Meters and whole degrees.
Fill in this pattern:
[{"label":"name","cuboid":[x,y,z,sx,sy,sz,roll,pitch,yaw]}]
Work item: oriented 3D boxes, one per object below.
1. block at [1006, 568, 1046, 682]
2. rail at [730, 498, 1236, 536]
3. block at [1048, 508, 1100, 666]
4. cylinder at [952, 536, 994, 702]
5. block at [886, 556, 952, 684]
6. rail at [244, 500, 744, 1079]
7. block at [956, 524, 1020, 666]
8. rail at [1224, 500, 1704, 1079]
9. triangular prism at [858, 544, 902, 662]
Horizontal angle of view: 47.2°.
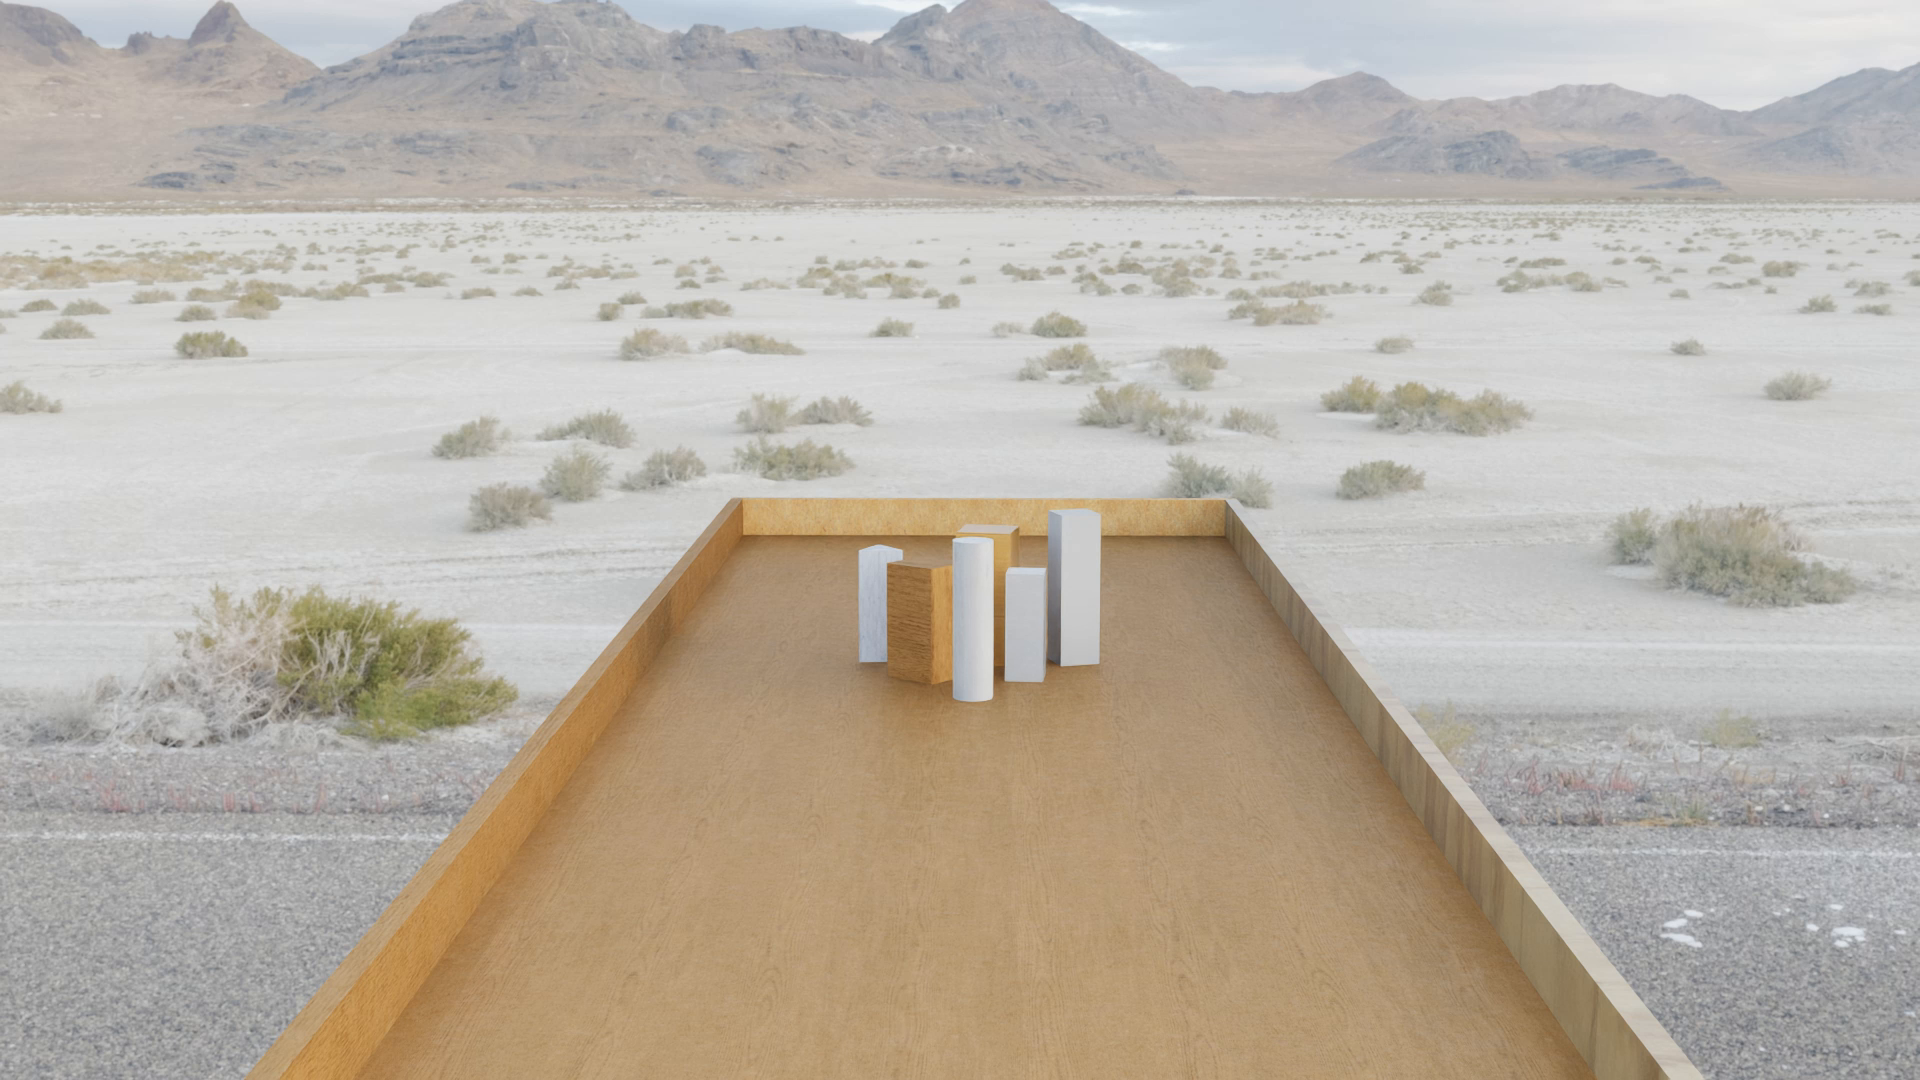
[{"label":"block","cuboid":[0.193,0.247,6.434,0.111,0.318,0.111,1,9,6]},{"label":"rail","cuboid":[0.099,-0.098,9.147,2.100,0.150,0.050,0,9,1]},{"label":"block","cuboid":[0.344,0.142,6.652,0.123,0.457,0.123,-3,9,-17]},{"label":"cylinder","cuboid":[0.037,0.222,6.176,0.115,0.449,0.115,0,9,0]},{"label":"block","cuboid":[-0.094,0.233,6.456,0.169,0.339,0.169,7,12,39]},{"label":"rail","cuboid":[-1.004,0.839,3.234,0.050,0.150,12.000,0,9,1]},{"label":"block","cuboid":[0.085,0.166,6.675,0.164,0.403,0.164,2,9,11]},{"label":"rail","cuboid":[1.046,0.843,3.208,0.050,0.150,12.000,0,9,1]},{"label":"triangular prism","cuboid":[-0.244,0.191,6.710,0.132,0.342,0.115,-1,9,-5]}]
